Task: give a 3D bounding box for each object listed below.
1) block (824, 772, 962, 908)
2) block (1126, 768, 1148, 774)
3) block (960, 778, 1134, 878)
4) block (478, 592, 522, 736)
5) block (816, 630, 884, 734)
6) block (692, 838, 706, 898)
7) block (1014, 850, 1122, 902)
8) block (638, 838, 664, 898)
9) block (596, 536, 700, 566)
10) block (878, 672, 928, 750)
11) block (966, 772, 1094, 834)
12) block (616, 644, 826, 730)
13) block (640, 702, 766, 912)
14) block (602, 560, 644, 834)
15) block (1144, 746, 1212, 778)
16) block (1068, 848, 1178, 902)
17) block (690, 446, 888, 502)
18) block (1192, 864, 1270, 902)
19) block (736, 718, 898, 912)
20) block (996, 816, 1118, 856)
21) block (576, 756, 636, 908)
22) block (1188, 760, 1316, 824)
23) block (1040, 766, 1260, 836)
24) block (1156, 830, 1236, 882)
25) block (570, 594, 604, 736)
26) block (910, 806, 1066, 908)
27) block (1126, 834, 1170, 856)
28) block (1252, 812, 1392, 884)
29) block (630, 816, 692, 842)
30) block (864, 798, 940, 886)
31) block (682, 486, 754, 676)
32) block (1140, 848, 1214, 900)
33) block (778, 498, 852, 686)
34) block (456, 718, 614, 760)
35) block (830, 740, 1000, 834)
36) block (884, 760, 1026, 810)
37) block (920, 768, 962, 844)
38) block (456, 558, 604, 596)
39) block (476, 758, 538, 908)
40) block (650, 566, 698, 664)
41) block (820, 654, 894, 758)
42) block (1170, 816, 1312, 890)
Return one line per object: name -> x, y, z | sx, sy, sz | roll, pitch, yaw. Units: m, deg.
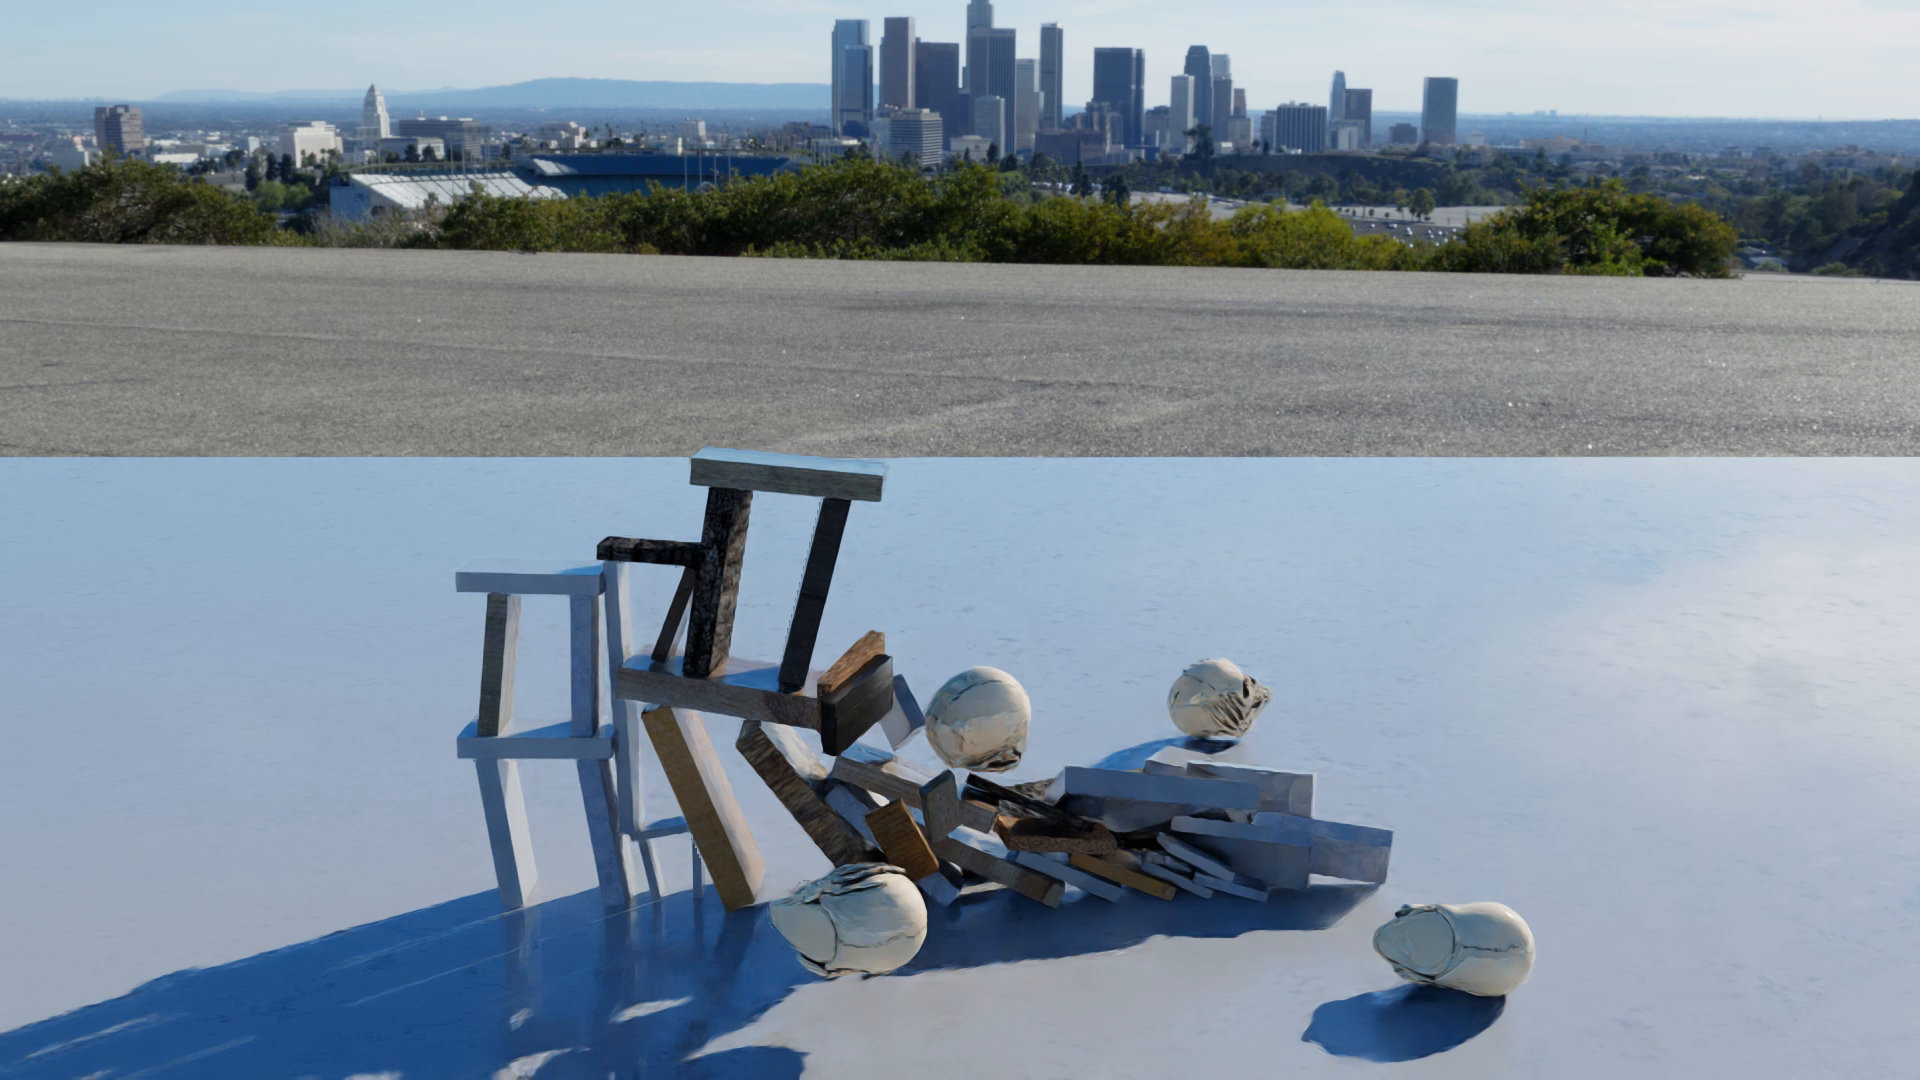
block -> -0.110, 0.486, 3.644 | 0.271, 0.038, 0.135 | 43, 7, -8
block -> 0.353, 0.468, 4.247 | 0.177, 0.025, 0.089 | -6, 12, -33
block -> 0.128, 0.500, 3.894 | 0.388, 0.047, 0.166 | -7, 30, -32
block -> -0.753, 0.191, 3.598 | 0.033, 0.233, 0.117 | 6, 10, -1
block -> -0.171, 0.223, 3.455 | 0.026, 0.091, 0.183 | 12, 28, 21
block -> -0.435, 0.540, 3.660 | 0.014, 0.102, 0.051 | 0, 11, 0
block -> 0.178, 0.543, 3.656 | 0.182, 0.026, 0.091 | 23, 9, -6
block -> -0.513, 0.540, 3.660 | 0.014, 0.102, 0.051 | -12, 10, 2
block -> -0.499, 0.018, 3.566 | 0.166, 0.023, 0.083 | 4, 10, 3
block -> -0.102, 0.283, 3.599 | 0.026, 0.091, 0.183 | -25, -10, -17
block -> 0.114, 0.432, 3.613 | 0.220, 0.017, 0.059 | 22, -4, 1
block -> -0.360, 0.238, 3.577 | 0.357, 0.051, 0.179 | 9, 10, 6
block -> -0.422, 0.418, 3.634 | 0.051, 0.357, 0.179 | -22, 10, 4
block -> -0.552, 0.252, 3.612 | 0.023, 0.457, 0.083 | -2, 10, 4
block -> 0.425, 0.435, 4.285 | 0.089, 0.025, 0.177 | 11, 7, 19
block -> 0.271, 0.546, 3.671 | 0.182, 0.026, 0.091 | 20, 11, 0
block -> -0.271, -0.106, 3.530 | 0.302, 0.043, 0.151 | 5, 9, 1
block -> 0.448, 0.568, 3.653 | 0.126, 0.018, 0.063 | 15, 11, 1
block -> -0.231, 0.437, 3.637 | 0.051, 0.357, 0.179 | -38, 9, 6
block -> 0.159, 0.490, 3.640 | 0.182, 0.026, 0.091 | 5, 11, -13
block -> -0.585, 0.467, 3.643 | 0.035, 0.249, 0.125 | -9, 10, 2
block -> 0.528, 0.470, 3.995 | 0.230, 0.115, 0.033 | 4, 6, 20
block -> 0.317, 0.444, 3.693 | 0.332, 0.047, 0.166 | 7, -26, -10
block -> 0.388, 0.521, 3.615 | 0.126, 0.018, 0.063 | 28, 4, -14
block -> -0.610, 0.193, 3.597 | 0.033, 0.233, 0.117 | 1, 11, 0
block -> 0.041, 0.518, 3.648 | 0.271, 0.038, 0.135 | 25, 9, -5
block -> 0.385, 0.527, 3.787 | 0.177, 0.025, 0.089 | -3, -16, 27
block -> 0.605, 0.518, 3.698 | 0.230, 0.115, 0.033 | 7, 50, 11
block -> -0.493, 0.478, 3.647 | 0.102, 0.014, 0.051 | -10, 10, 4
block -> -0.083, 0.436, 3.172 | 0.059, 0.118, 0.017 | -27, 9, 9
block -> -0.390, 0.055, 3.558 | 0.043, 0.302, 0.151 | 10, 10, 5
block -> 0.361, 0.556, 3.666 | 0.126, 0.018, 0.063 | 24, 11, -1
block -> -0.232, 0.073, 3.557 | 0.043, 0.302, 0.151 | 14, 8, -3
block -> -0.689, 0.325, 3.618 | 0.249, 0.035, 0.125 | 0, 11, 1
block -> -0.070, 0.402, 3.601 | 0.271, 0.038, 0.135 | 20, 7, 2
block -> 0.004, 0.481, 4.125 | 0.332, 0.047, 0.166 | 7, 12, 32
block -> -0.030, 0.418, 3.444 | 0.059, 0.118, 0.017 | -33, 47, -26
block -> -0.689, 0.059, 3.579 | 0.233, 0.033, 0.117 | 1, 11, 3
block -> -0.750, 0.467, 3.643 | 0.035, 0.249, 0.125 | -8, 10, 1
block -> -0.455, 0.114, 3.579 | 0.023, 0.166, 0.083 | 23, 12, 2
block -> -0.159, 0.256, 3.420 | 0.026, 0.091, 0.183 | 11, 25, 24
block -> 0.468, 0.522, 3.672 | 0.230, 0.115, 0.033 | 5, 45, 11
